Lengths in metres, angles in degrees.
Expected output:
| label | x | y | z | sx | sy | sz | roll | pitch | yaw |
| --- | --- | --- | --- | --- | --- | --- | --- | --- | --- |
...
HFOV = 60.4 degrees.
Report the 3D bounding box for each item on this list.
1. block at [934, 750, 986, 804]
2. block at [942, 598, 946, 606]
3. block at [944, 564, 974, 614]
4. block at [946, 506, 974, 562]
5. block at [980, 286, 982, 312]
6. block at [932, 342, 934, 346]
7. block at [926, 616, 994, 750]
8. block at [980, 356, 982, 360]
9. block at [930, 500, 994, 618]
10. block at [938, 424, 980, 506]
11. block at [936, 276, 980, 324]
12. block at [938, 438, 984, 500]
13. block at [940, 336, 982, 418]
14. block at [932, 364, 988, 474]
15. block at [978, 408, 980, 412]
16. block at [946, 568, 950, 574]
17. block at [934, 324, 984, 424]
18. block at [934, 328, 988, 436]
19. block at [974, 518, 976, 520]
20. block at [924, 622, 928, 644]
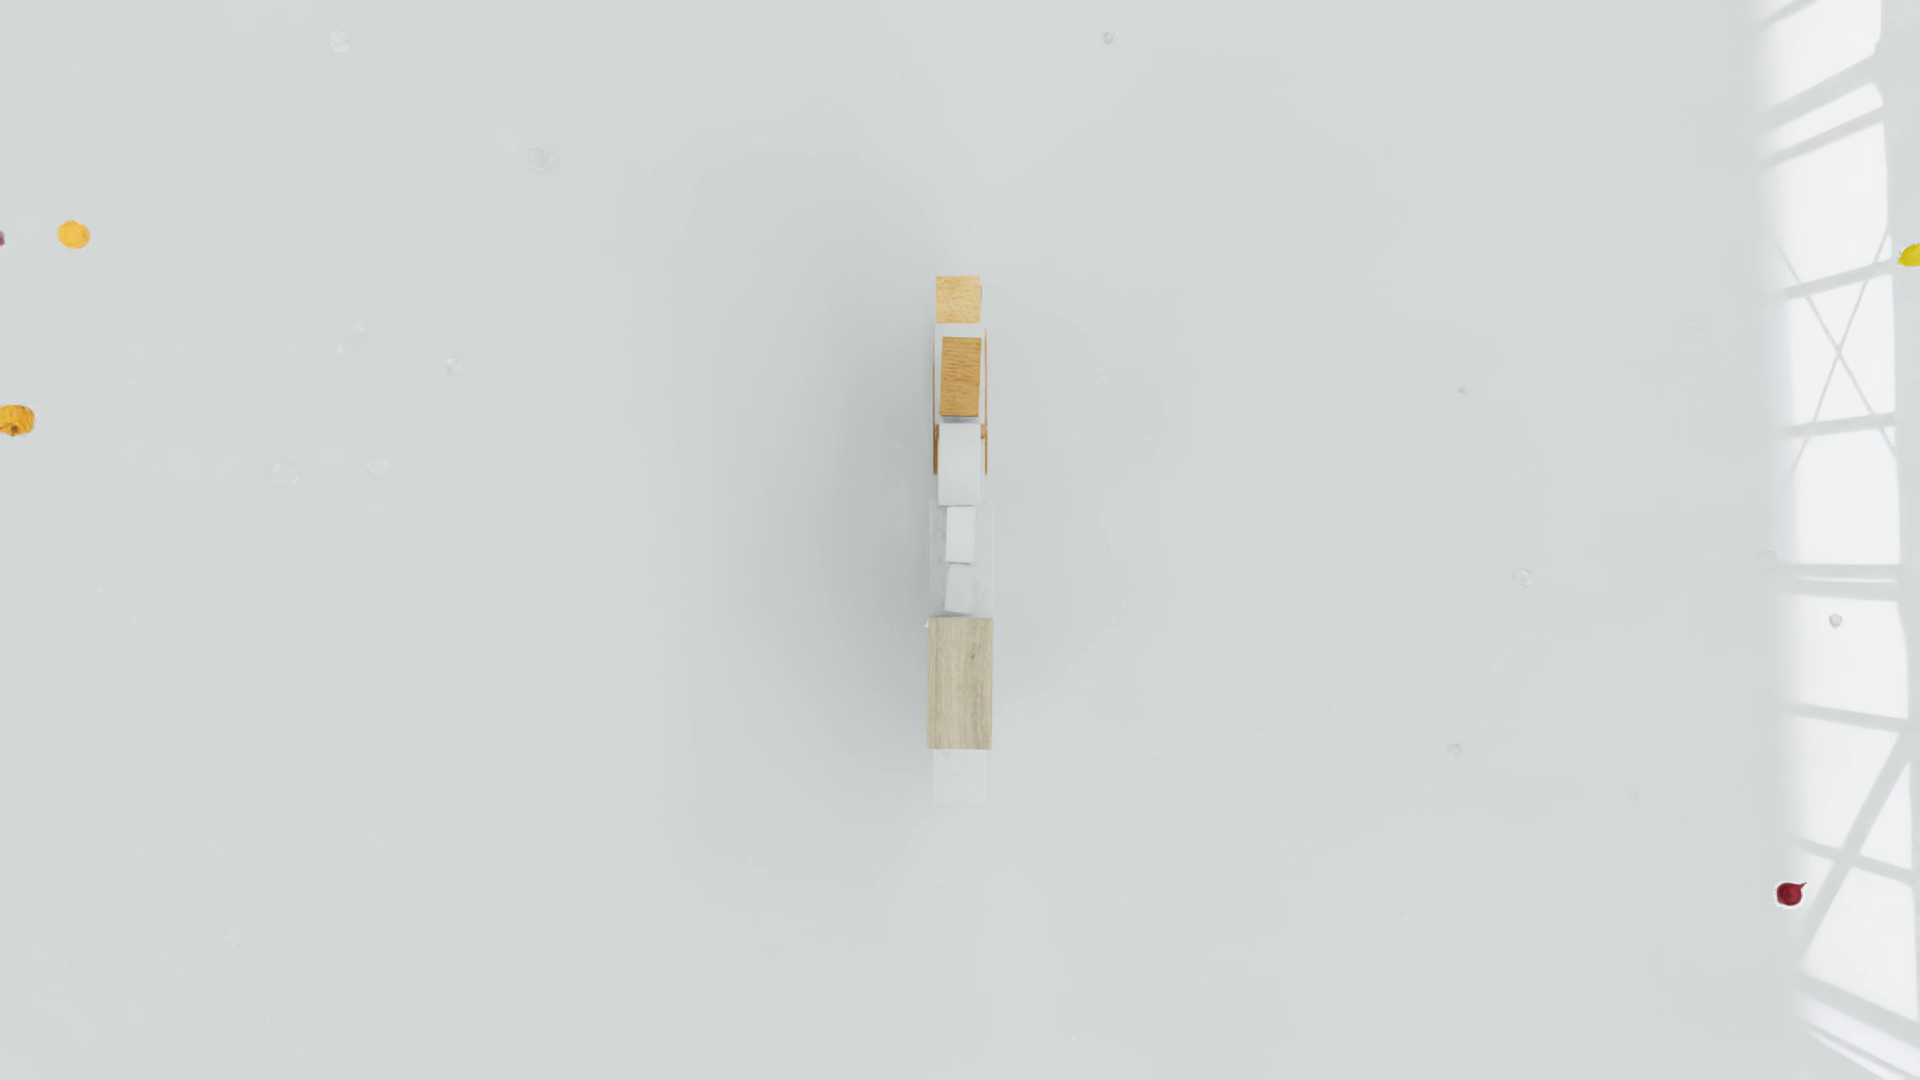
| label | x | y | z | sx | sy | sz | roll | pitch | yaw |
| --- | --- | --- | --- | --- | --- | --- | --- | --- | --- |
| block | 0.000 | 0.615 | 4.843 | 0.155 | 0.044 | 0.310 | 0 | 90 | 0 |
| block | -0.013 | 0.156 | 4.107 | 0.058 | 0.115 | 0.016 | 7 | 90 | 0 |
| block | -0.003 | 0.118 | 4.042 | 0.058 | 0.016 | 0.115 | 7 | 90 | 0 |
| block | 0.001 | -0.013 | 4.023 | 0.067 | 0.019 | 0.133 | 2 | 90 | 0 |
| block | 0.001 | -0.728 | 5.177 | 0.130 | 0.646 | 0.037 | 0 | 90 | 0 |
| block | -0.002 | -0.526 | 4.673 | 0.145 | 0.290 | 0.041 | -2 | 90 | 0 |
| block | 0.000 | 0.332 | 3.838 | 0.153 | 0.043 | 0.305 | 1 | 91 | 0 |
| block | 0.004 | -0.456 | 4.103 | 0.095 | 0.190 | 0.027 | 0 | 90 | 0 |
| block | 0.005 | 0.061 | 4.188 | 0.161 | 0.046 | 0.322 | 0 | 90 | 0 |
| block | -0.001 | -0.187 | 4.108 | 0.102 | 0.029 | 0.203 | 1 | 90 | 0 |
| block | -0.005 | -0.642 | 4.836 | 0.130 | 0.037 | 0.259 | -1 | 90 | 0 |
| block | 0.003 | -0.147 | 4.553 | 0.131 | 0.037 | 0.261 | 0 | 90 | 0 |
| block | 0.001 | -0.395 | 3.994 | 0.095 | 0.027 | 0.190 | 2 | 90 | 0 |
| block | 0.001 | -0.375 | 5.138 | 0.169 | 0.048 | 0.338 | 0 | 90 | 0 |
| block | 0.000 | -0.332 | 4.103 | 0.095 | 0.190 | 0.027 | 1 | 89 | 0 |
| block | -0.006 | 0.078 | 4.108 | 0.058 | 0.115 | 0.016 | 2 | 90 | 0 |
| block | -0.001 | -0.424 | 4.216 | 0.126 | 0.036 | 0.253 | 0 | 90 | 0 |
| block | 0.002 | -0.431 | 4.507 | 0.145 | 0.041 | 0.290 | 0 | 90 | 0 |
| block | 0.002 | -0.058 | 4.099 | 0.067 | 0.133 | 0.019 | -2 | 90 | -1 |
| block | -0.006 | 0.229 | 4.011 | 0.153 | 0.305 | 0.043 | 5 | 90 | 0 |
